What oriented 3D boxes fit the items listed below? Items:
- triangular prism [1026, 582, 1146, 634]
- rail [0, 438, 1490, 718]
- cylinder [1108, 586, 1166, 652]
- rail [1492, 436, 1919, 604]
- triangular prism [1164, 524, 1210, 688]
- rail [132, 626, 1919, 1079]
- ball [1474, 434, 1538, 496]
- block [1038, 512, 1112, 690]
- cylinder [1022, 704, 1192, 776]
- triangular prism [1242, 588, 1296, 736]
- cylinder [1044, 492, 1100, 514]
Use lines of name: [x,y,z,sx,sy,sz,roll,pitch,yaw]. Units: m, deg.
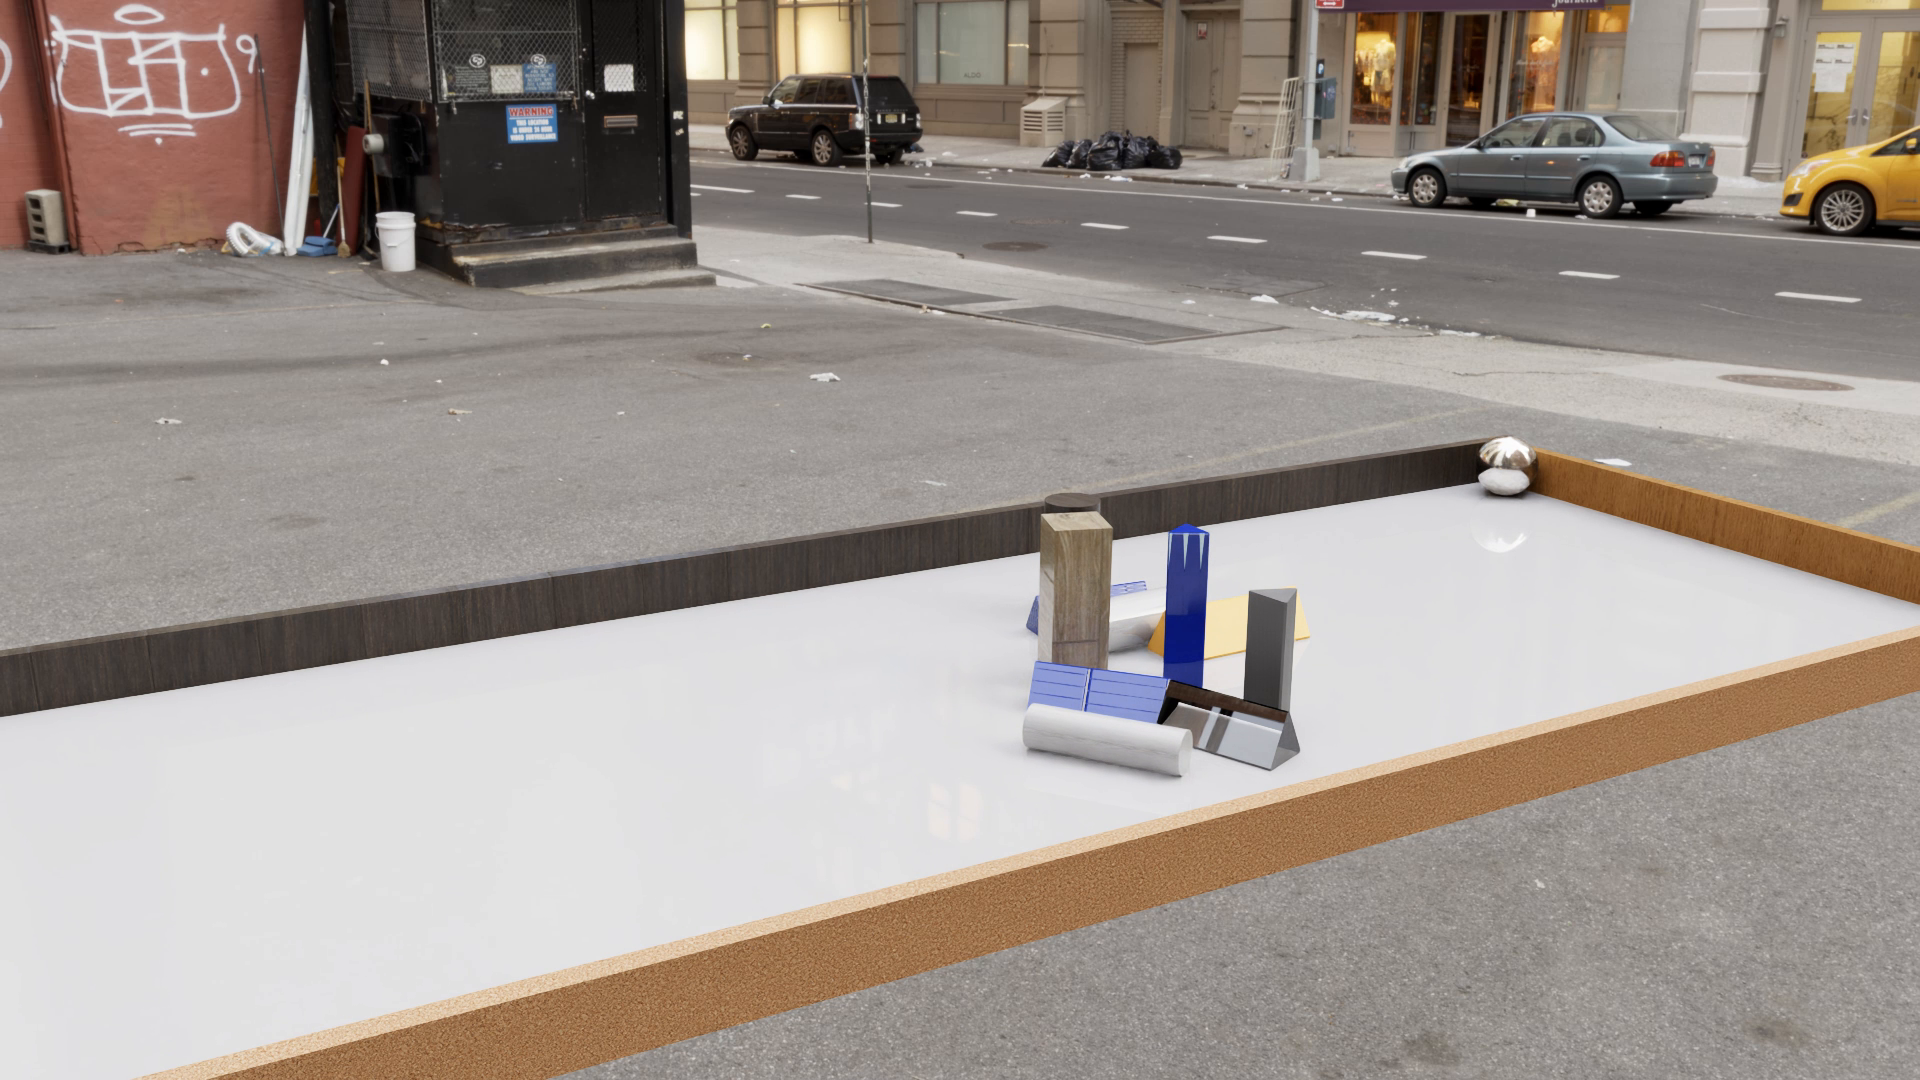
triangular prism: [0.359,0.184,4.531,0.334,0.107,0.123,-7,18,-22]
rail: [-3.305,0.497,3.399,12.000,0.150,0.050,-9,18,-27]
cylinder: [0.448,0.214,4.378,0.367,0.141,0.141,-10,19,-30]
rail: [2.466,-0.048,5.253,0.050,0.150,2.100,-9,18,-27]
triangular prism: [0.557,0.163,4.089,0.098,0.401,0.085,1,16,3]
rail: [-2.336,1.006,1.665,12.000,0.150,0.050,-9,18,-27]
ball: [1.949,-0.267,5.882,0.216,0.216,0.216,0,16,0]
block: [0.284,0.150,4.109,0.145,0.412,0.145,-3,18,-10]
cylinder: [0.327,0.442,3.671,0.365,0.102,0.102,8,18,24]
triangular prism: [0.739,0.277,3.832,0.098,0.328,0.113,-12,20,-36]
cylinder: [0.313,0.044,4.629,0.156,0.325,0.156,0,16,0]
